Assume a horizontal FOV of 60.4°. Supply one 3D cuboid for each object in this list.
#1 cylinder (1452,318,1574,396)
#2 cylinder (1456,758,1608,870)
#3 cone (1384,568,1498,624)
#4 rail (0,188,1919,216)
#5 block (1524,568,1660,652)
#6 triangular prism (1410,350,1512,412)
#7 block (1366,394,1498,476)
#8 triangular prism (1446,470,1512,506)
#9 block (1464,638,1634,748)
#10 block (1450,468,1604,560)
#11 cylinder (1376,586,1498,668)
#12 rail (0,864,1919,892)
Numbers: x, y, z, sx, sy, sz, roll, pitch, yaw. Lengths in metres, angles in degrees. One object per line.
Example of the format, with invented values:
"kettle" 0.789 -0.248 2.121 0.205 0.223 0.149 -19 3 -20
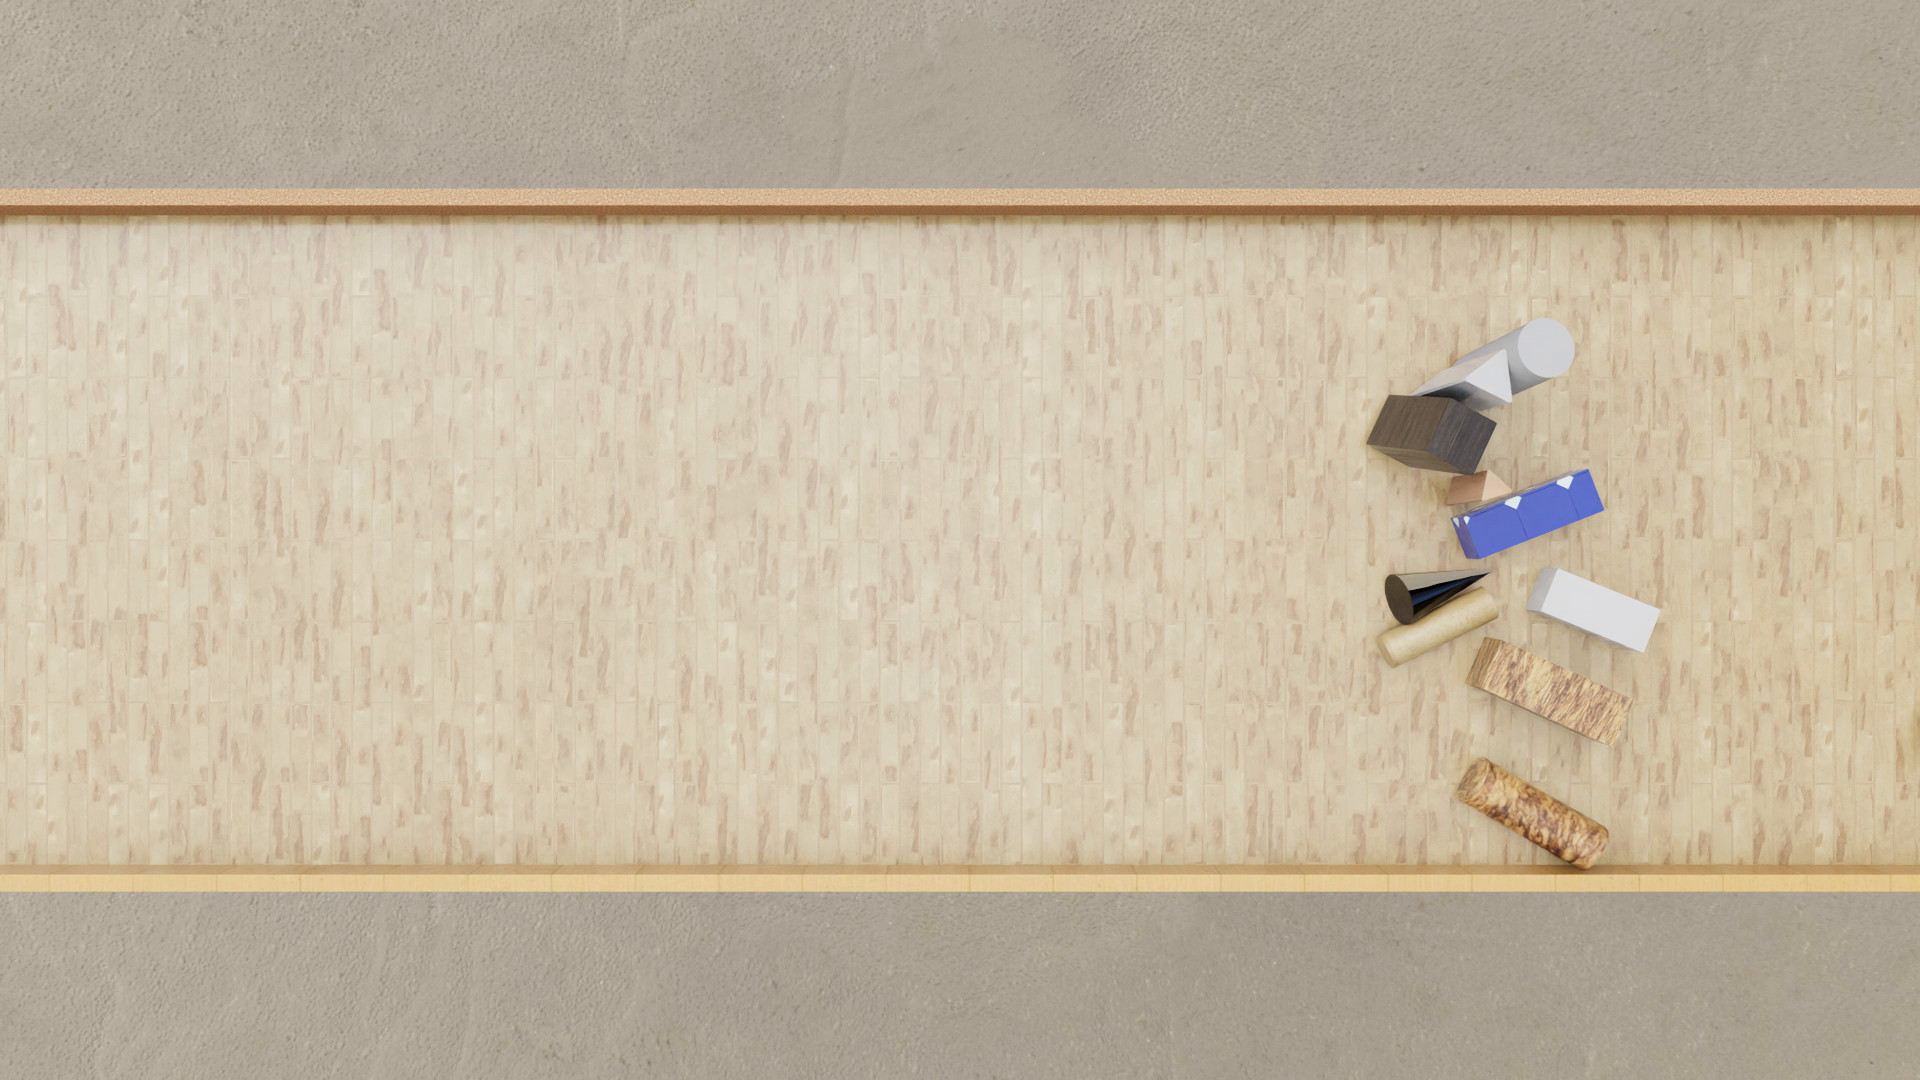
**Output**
"cylinder" 1.616 -0.514 4.849 0.171 0.429 0.171 1 83 -9
"cylinder" 1.735 0.829 5.001 0.424 0.150 0.150 30 90 0
"cone" 1.495 0.133 5.038 0.352 0.160 0.160 -16 90 -13
"rail" -2.247 -1.025 5.002 12.000 0.150 0.050 0 90 0
"block" 1.919 0.211 5.007 0.332 0.138 0.138 22 90 0
"triangular prism" 1.491 -0.471 4.875 0.152 0.393 0.131 25 83 -7
"block" 1.390 -0.314 4.881 0.167 0.360 0.167 25 90 -15
"triangular prism" 1.531 -0.161 4.911 0.090 0.329 0.078 -18 89 -1
"block" 1.783 0.459 4.999 0.436 0.155 0.155 24 90 0
"block" 1.720 -0.079 5.009 0.401 0.135 0.135 -21 90 0
"cylinder" 1.452 0.266 5.023 0.353 0.108 0.108 -26 90 0
"rail" -2.247 1.025 5.001 12.000 0.150 0.050 0 90 0
